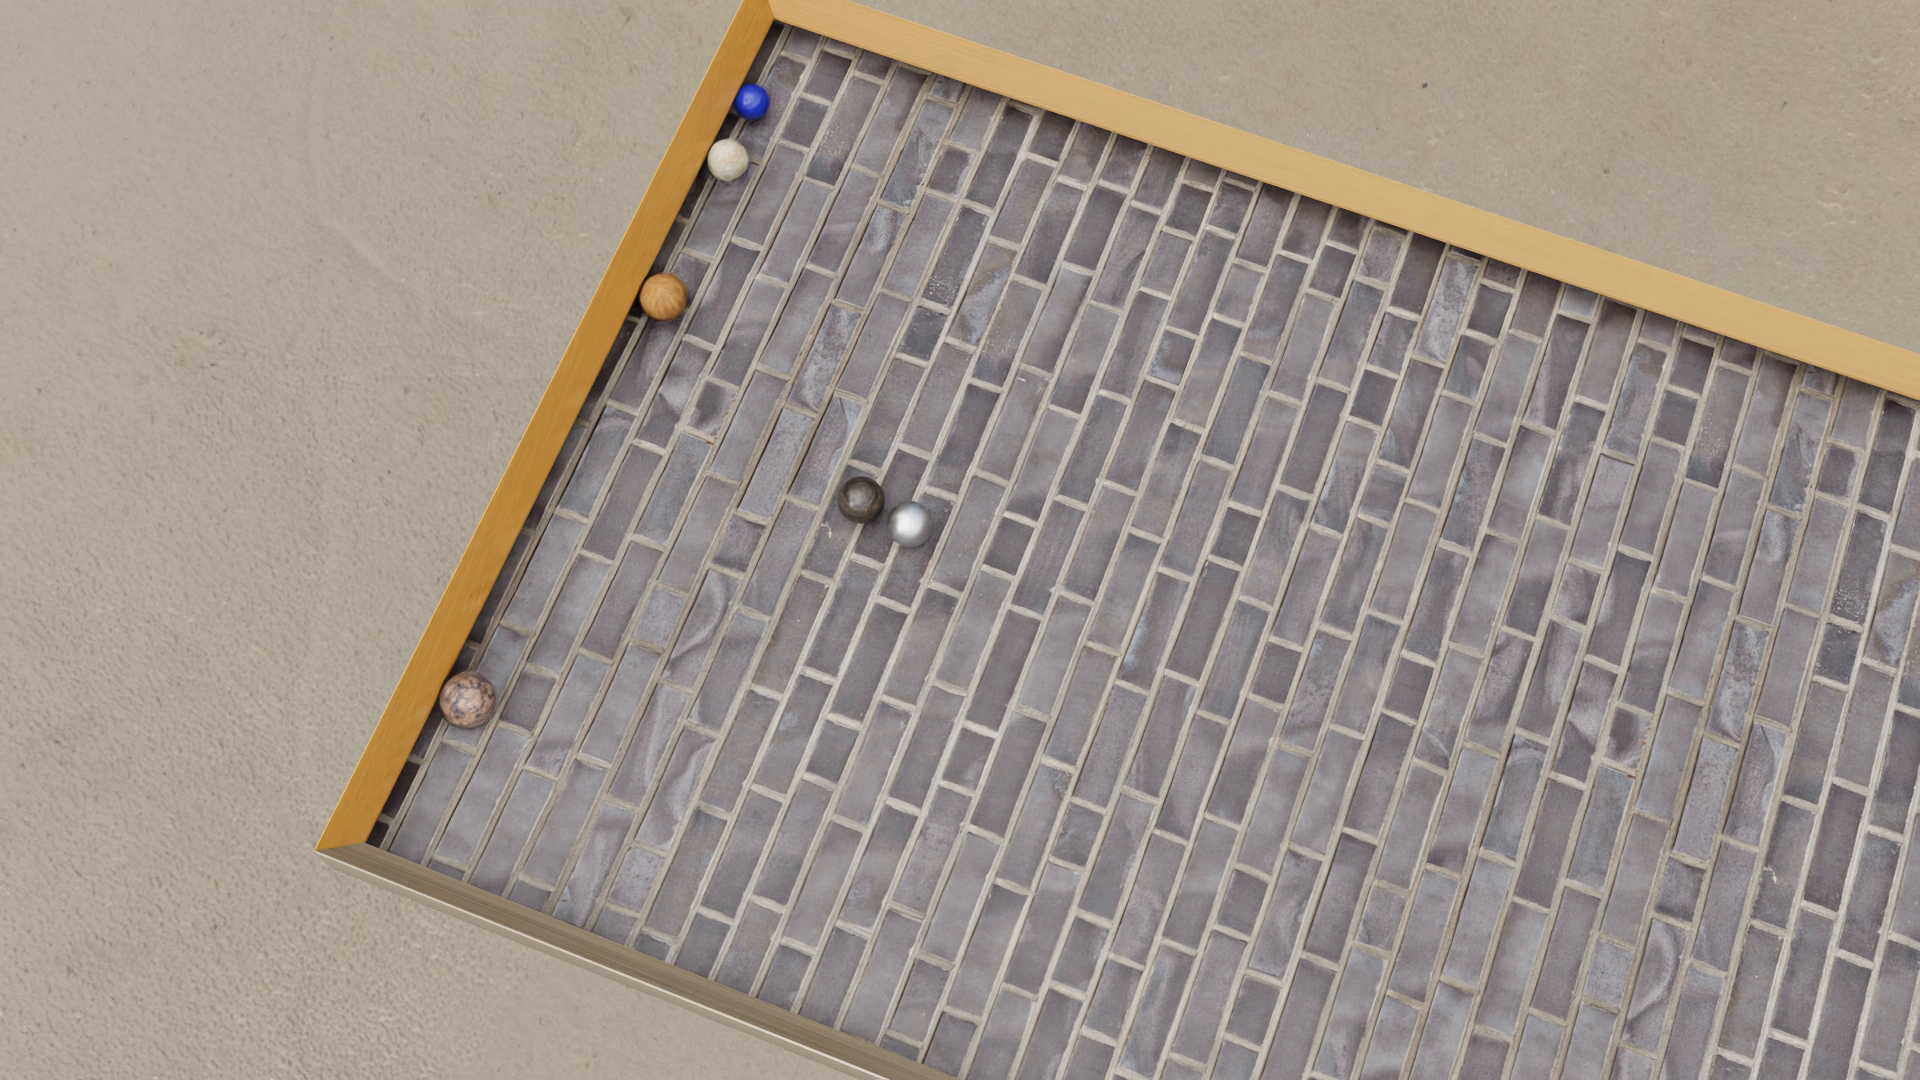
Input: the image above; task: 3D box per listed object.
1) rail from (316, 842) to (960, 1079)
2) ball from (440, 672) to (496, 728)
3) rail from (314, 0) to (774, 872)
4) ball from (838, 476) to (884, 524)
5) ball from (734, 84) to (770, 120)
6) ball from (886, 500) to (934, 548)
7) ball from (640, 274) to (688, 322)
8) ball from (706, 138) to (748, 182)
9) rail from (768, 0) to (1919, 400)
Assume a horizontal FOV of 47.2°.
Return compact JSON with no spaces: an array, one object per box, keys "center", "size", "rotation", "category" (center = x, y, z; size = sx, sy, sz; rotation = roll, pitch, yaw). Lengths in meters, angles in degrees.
[{"center":[0.356,0.923,3.089],"size":[2.774,0.110,0.045],"rotation":[20,70,8],"category":"rail"},{"center":[-0.754,0.244,3.367],"size":[0.084,0.084,0.084],"rotation":[0,69,0],"category":"ball"},{"center":[-0.624,-0.233,3.539],"size":[0.045,0.110,1.650],"rotation":[20,70,8],"category":"rail"},{"center":[-0.157,-0.064,3.492],"size":[0.076,0.076,0.076],"rotation":[0,69,0],"category":"ball"},{"center":[-0.357,-0.749,3.767],"size":[0.062,0.062,0.062],"rotation":[0,69,0],"category":"ball"},{"center":[-0.079,-0.025,3.478],"size":[0.074,0.074,0.074],"rotation":[0,69,0],"category":"ball"},{"center":[-0.488,-0.399,3.621],"size":[0.079,0.079,0.079],"rotation":[0,69,0],"category":"ball"},{"center":[-0.393,-0.642,3.720],"size":[0.071,0.071,0.071],"rotation":[0,69,0],"category":"ball"},{"center":[0.937,-0.469,3.631],"size":[2.774,0.110,0.045],"rotation":[20,70,8],"category":"rail"}]
